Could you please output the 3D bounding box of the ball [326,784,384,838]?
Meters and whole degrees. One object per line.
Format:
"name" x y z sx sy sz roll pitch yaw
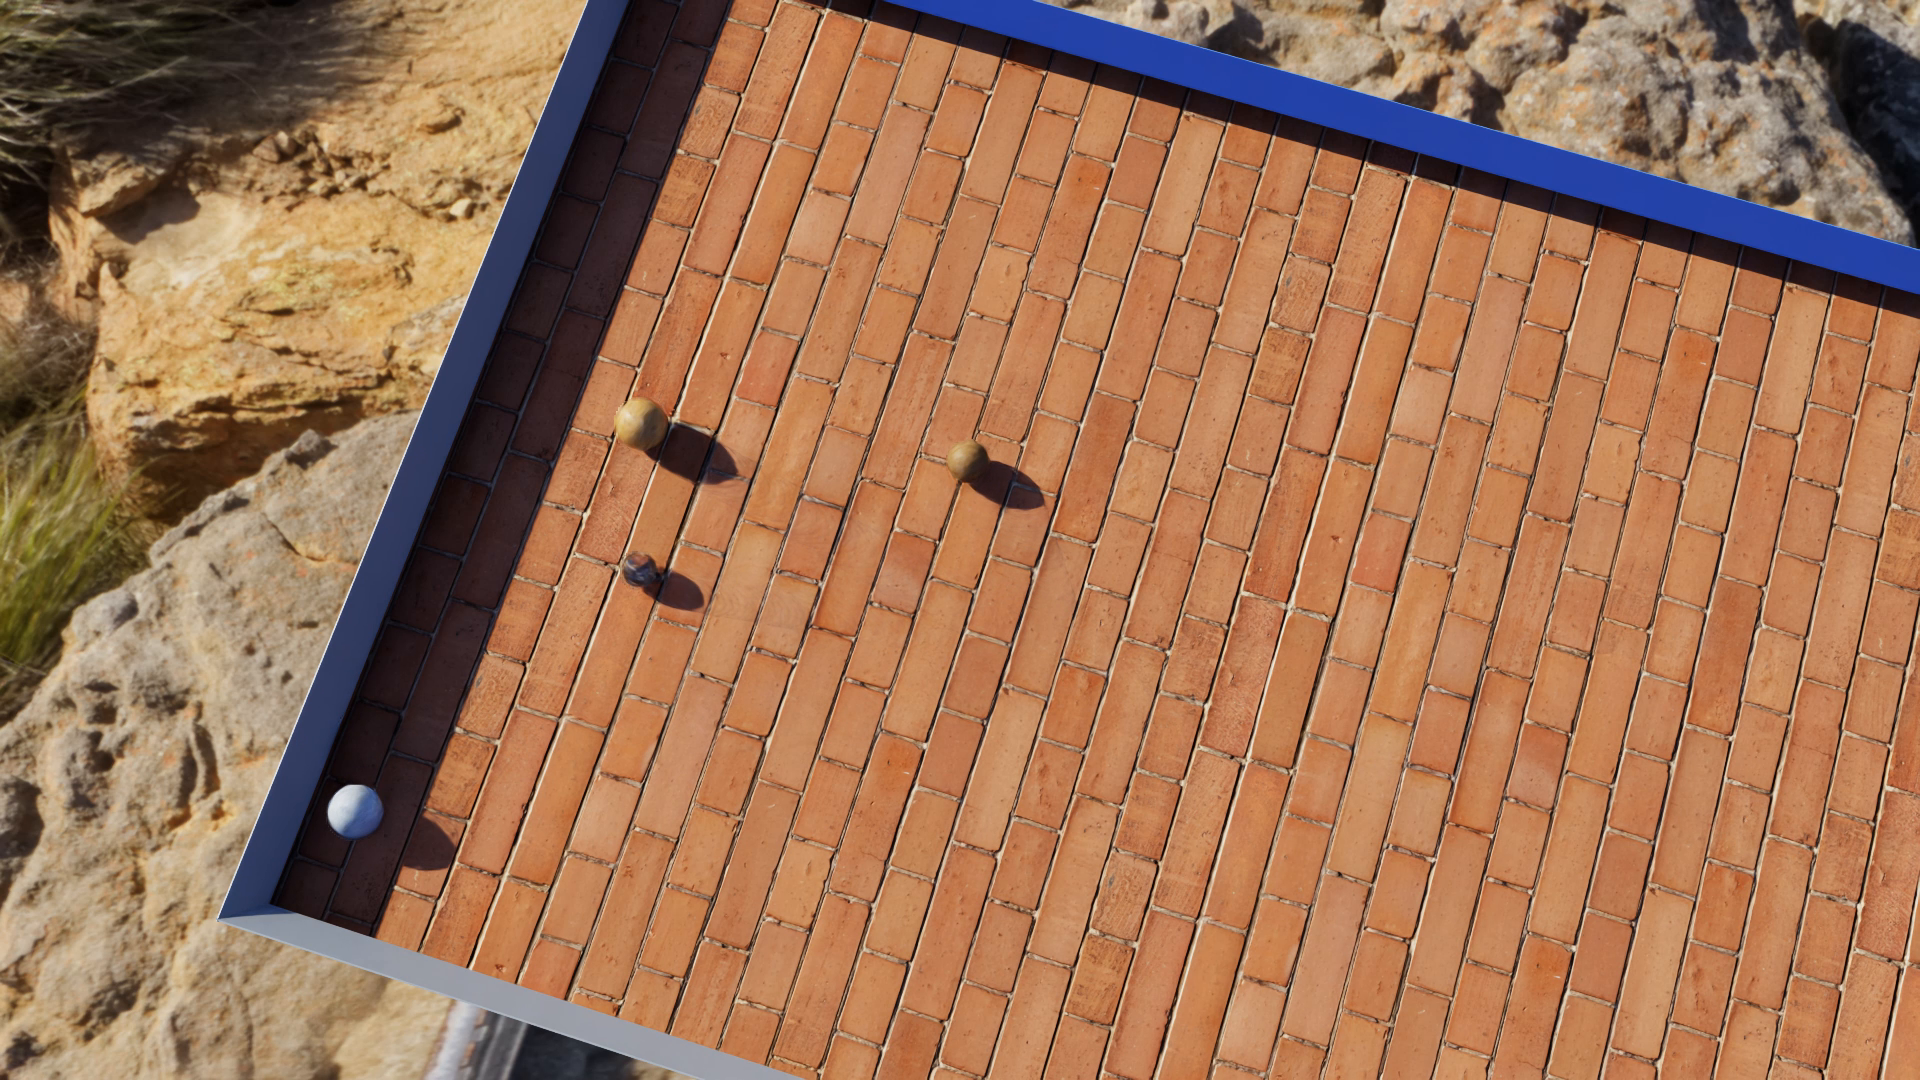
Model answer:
"ball" -0.892 0.400 3.242 0.080 0.080 0.080 0 74 0

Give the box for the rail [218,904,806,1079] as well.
"rail" 0.541 1.020 3.054 3.345 0.105 0.045 17 75 5

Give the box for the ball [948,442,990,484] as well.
"ball" 0.013 -0.120 3.396 0.065 0.065 0.065 0 74 0

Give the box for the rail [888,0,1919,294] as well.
"rail" 1.054 -0.546 3.494 3.345 0.105 0.045 17 75 5

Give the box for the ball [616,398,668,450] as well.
"ball" -0.492 -0.179 3.404 0.081 0.081 0.081 0 74 0

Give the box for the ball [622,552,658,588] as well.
"ball" -0.489 0.046 3.355 0.054 0.054 0.054 0 74 0

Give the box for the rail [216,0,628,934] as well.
"rail" -0.775 -0.241 3.409 0.045 0.105 1.753 17 75 5
